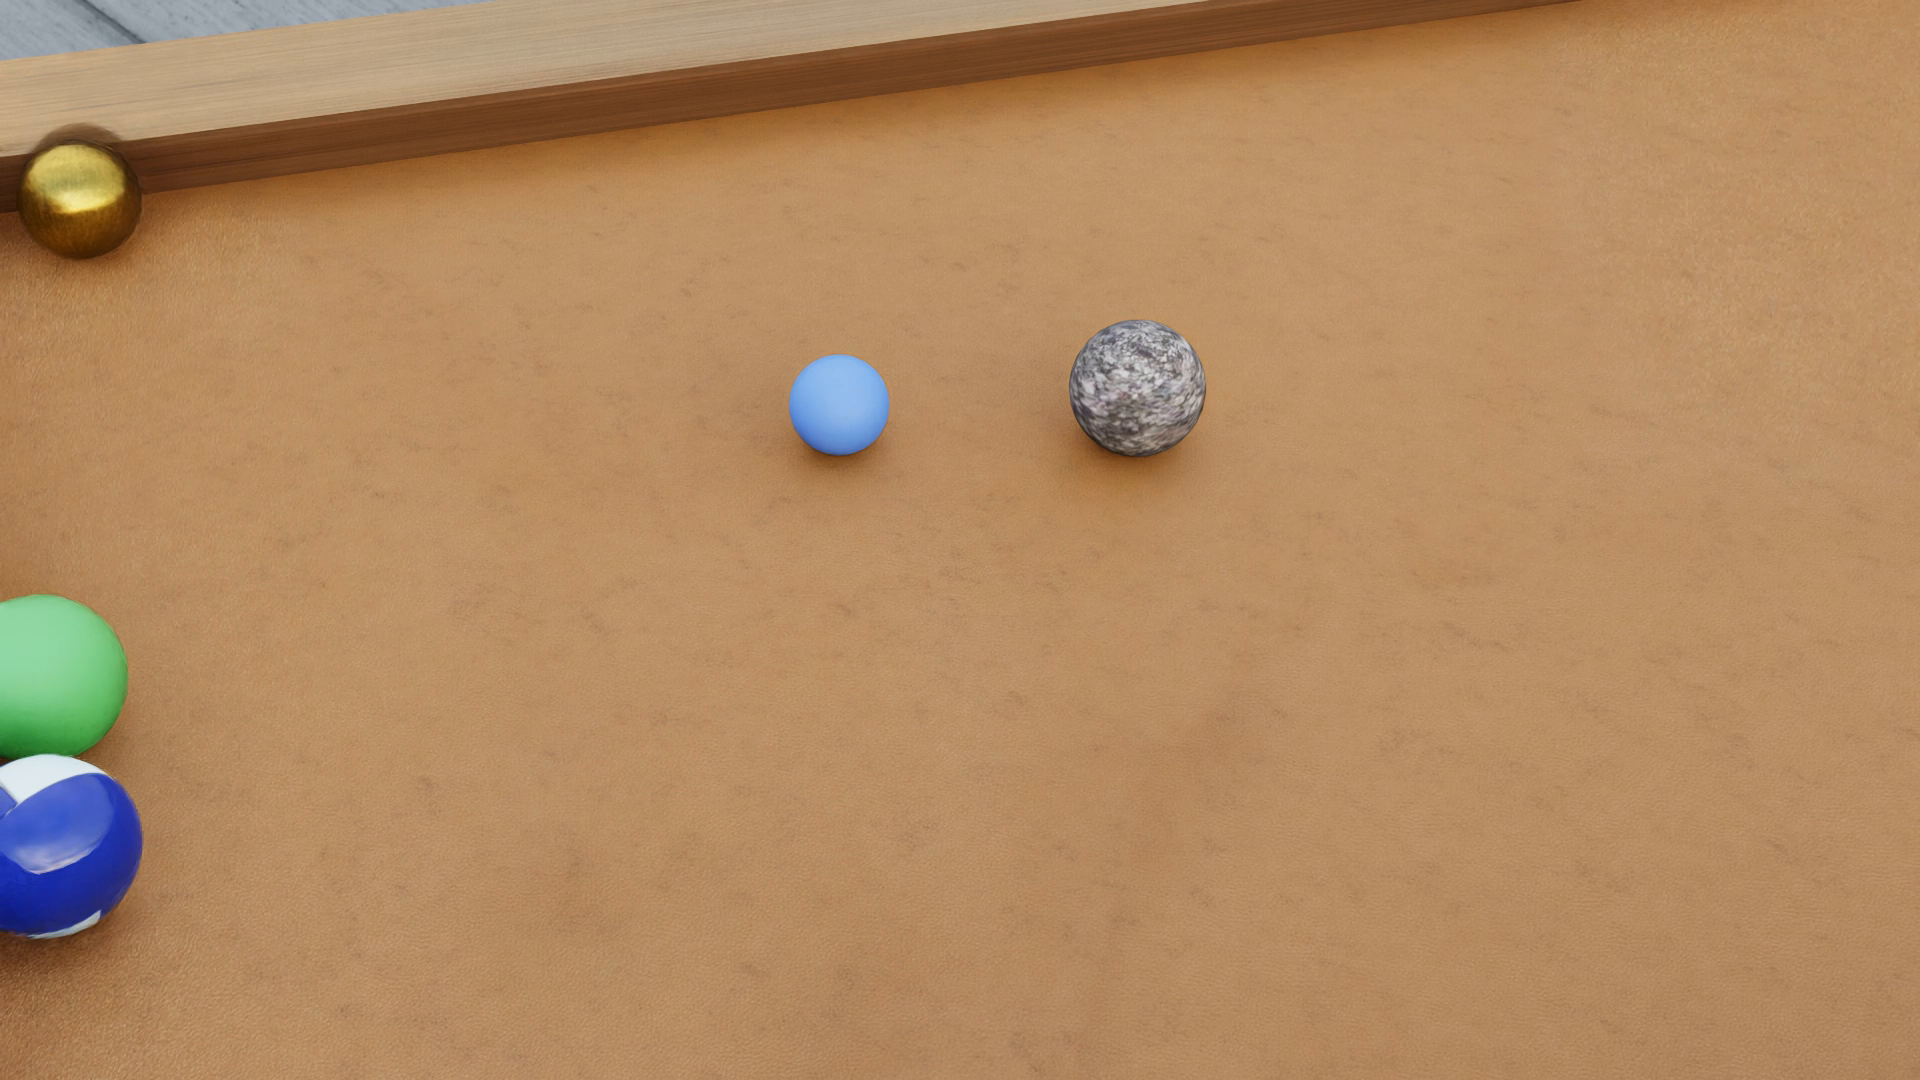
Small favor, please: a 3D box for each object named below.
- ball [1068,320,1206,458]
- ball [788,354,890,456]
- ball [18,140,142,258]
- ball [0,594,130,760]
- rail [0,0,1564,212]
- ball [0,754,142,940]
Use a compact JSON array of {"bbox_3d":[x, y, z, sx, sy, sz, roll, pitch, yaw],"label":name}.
[{"bbox_3d":[0.120,-0.103,1.735,0.093,0.093,0.093,0,35,0],"label":"ball"},{"bbox_3d":[-0.082,-0.092,1.740,0.068,0.068,0.068,0,35,0],"label":"ball"},{"bbox_3d":[-0.673,-0.261,1.961,0.091,0.091,0.091,0,35,0],"label":"ball"},{"bbox_3d":[-0.528,0.079,1.472,0.097,0.097,0.097,0,35,0],"label":"ball"},{"bbox_3d":[0.401,-0.509,2.282,2.557,0.126,0.045,-10,36,-14],"label":"rail"},{"bbox_3d":[-0.483,0.162,1.355,0.097,0.097,0.097,0,35,0],"label":"ball"}]
